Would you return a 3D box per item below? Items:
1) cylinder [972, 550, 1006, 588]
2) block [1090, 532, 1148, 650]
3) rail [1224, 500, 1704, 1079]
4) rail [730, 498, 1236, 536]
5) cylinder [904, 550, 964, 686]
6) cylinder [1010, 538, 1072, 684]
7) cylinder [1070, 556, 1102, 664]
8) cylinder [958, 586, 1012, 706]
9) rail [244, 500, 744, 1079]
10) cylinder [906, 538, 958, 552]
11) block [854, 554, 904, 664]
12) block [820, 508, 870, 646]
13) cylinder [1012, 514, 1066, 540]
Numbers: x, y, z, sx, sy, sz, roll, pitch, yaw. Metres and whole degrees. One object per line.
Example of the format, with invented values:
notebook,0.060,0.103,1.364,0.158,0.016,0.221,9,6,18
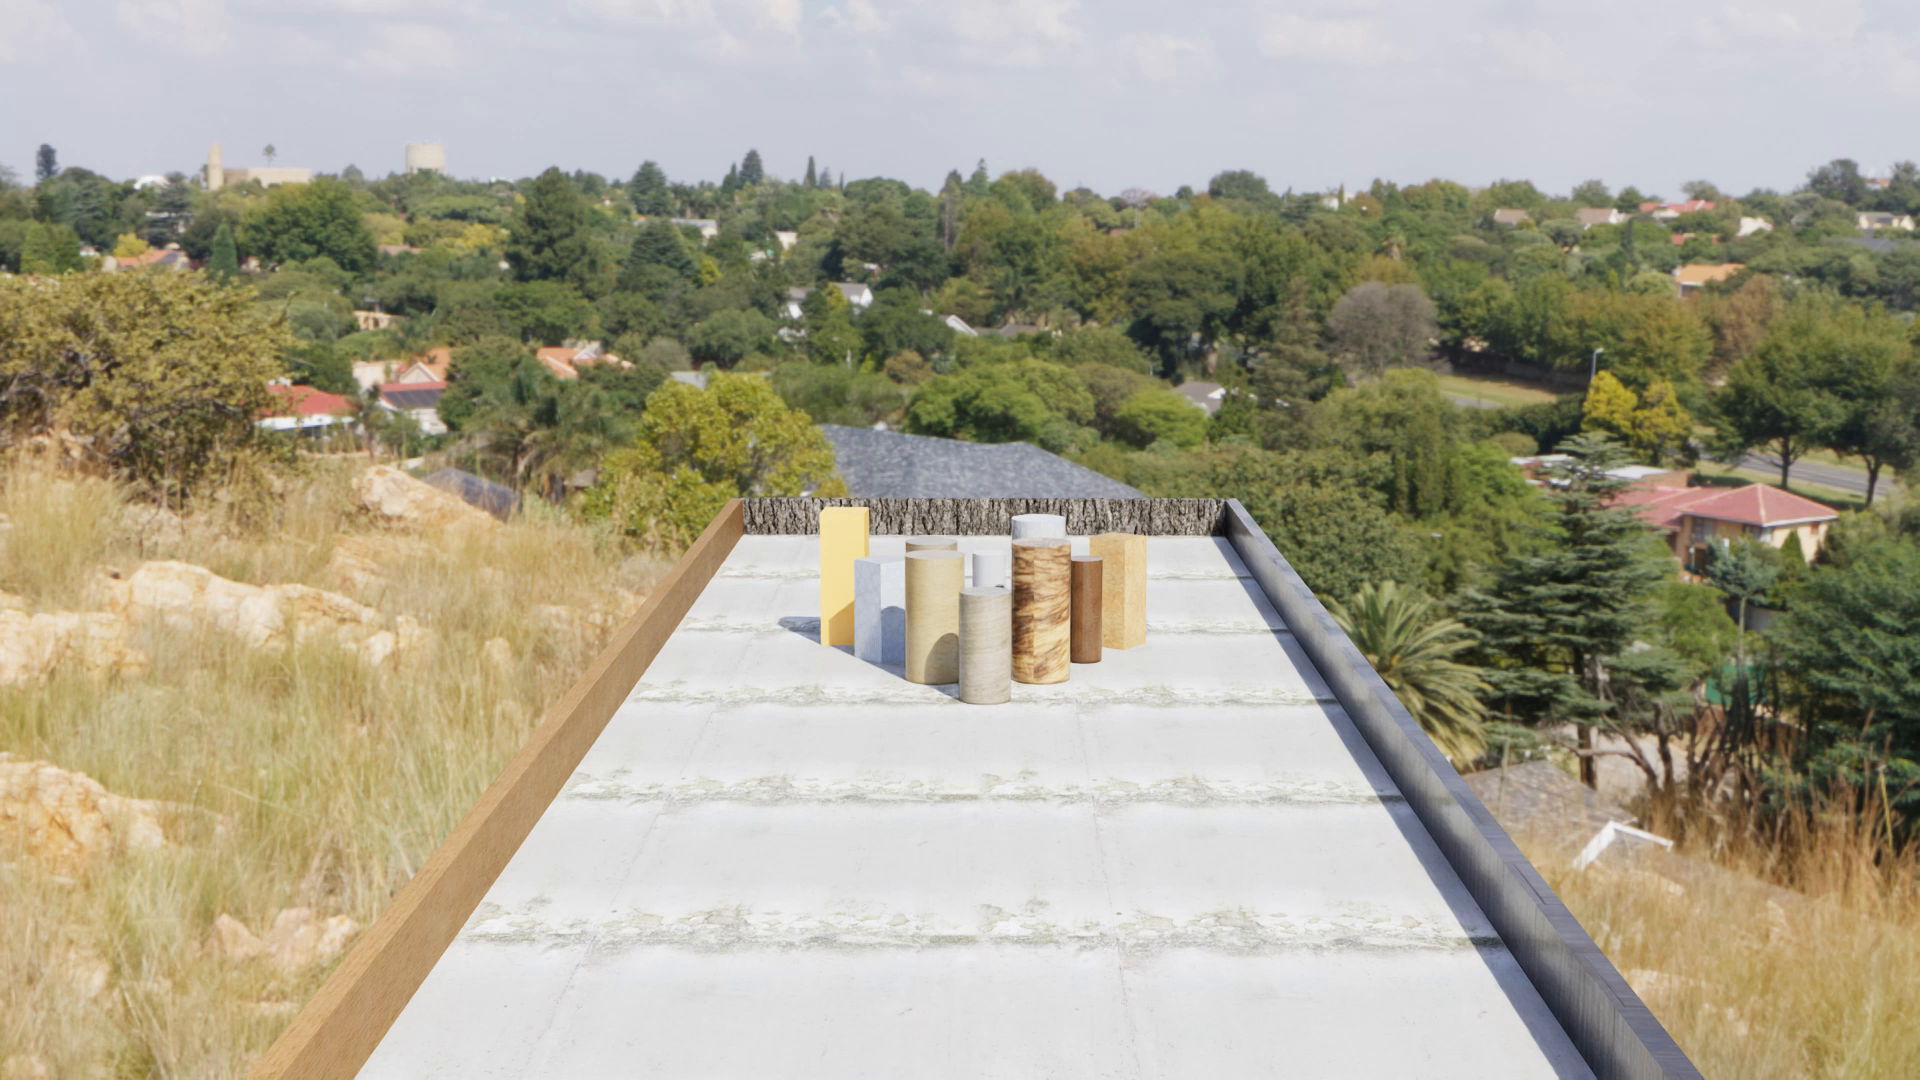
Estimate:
cylinder,0.088,0.203,6.663,0.102,0.334,0.102,0,9,0
block,0.495,0.159,6.906,0.131,0.344,0.131,7,11,36
rail,1.046,0.843,3.208,0.050,0.150,12.000,0,9,1
rail,0.099,-0.098,9.147,2.100,0.150,0.050,0,9,1
cylinder,-0.073,0.224,6.417,0.175,0.369,0.175,0,9,0
cylinder,0.235,0.206,6.418,0.175,0.405,0.175,0,9,0
cylinder,0.377,0.211,6.675,0.110,0.314,0.110,0,9,0
cylinder,0.070,0.296,6.157,0.147,0.309,0.147,0,9,0
rail,-1.004,0.839,3.234,0.050,0.150,12.000,0,9,1
cylinder,-0.090,0.164,6.943,0.165,0.324,0.165,0,9,0
block,-0.231,0.209,6.709,0.130,0.306,0.130,-8,12,-40
block,-0.363,0.114,6.952,0.138,0.419,0.138,1,9,4
cylinder,0.246,0.130,6.910,0.170,0.401,0.170,0,9,0
